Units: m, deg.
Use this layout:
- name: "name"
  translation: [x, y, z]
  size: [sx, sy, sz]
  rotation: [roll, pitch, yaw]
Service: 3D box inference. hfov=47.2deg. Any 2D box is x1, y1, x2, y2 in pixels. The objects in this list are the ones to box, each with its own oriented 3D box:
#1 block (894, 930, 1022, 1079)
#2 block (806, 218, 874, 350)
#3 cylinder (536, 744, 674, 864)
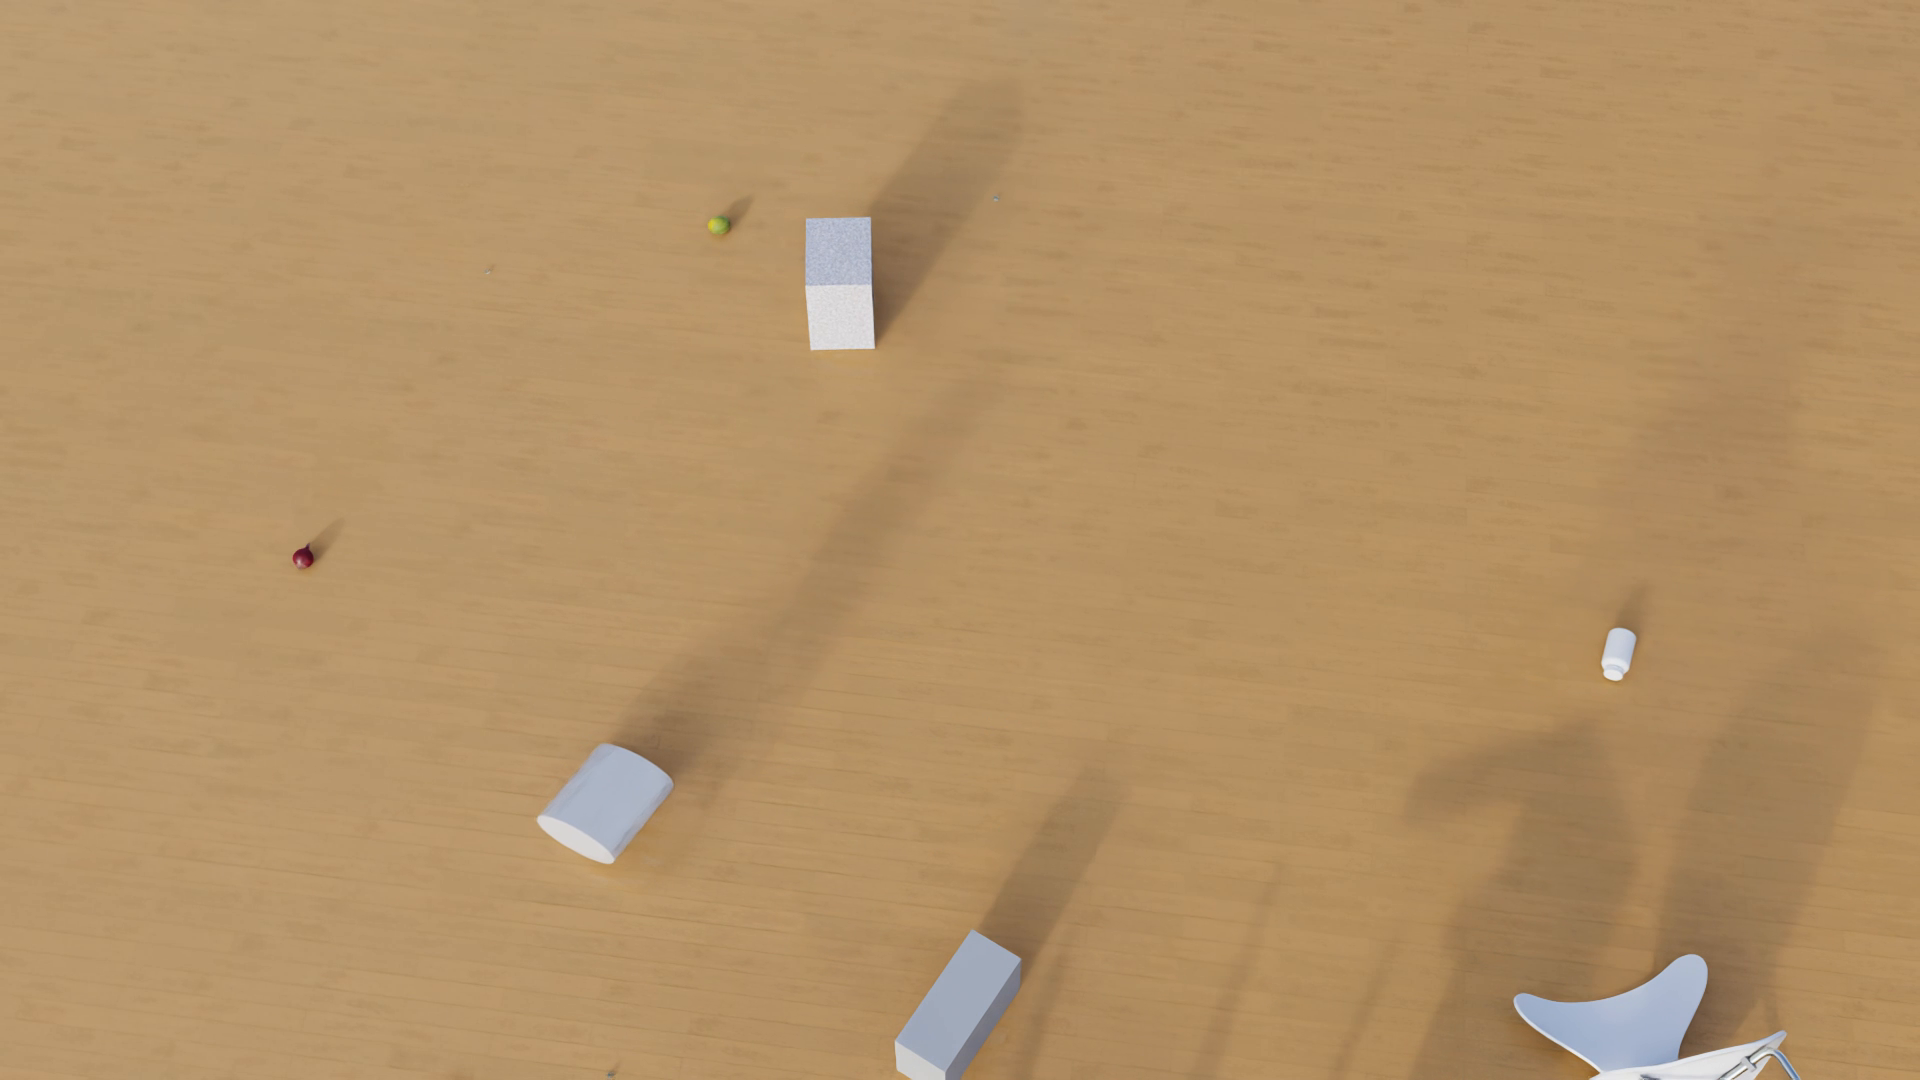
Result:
- name: "block"
  translation: [-0.003, 1.216, 5.636]
  size: [0.150, 0.202, 0.357]
  rotation: [28, 61, 18]
- name: "block"
  translation: [-0.376, -0.806, 6.927]
  size: [0.202, 0.311, 0.275]
  rotation: [-1, 56, -1]
- name: "cylinder"
  translation: [-0.964, 0.714, 5.980]
  size: [0.295, 0.163, 0.265]
  rotation: [14, 54, 38]
